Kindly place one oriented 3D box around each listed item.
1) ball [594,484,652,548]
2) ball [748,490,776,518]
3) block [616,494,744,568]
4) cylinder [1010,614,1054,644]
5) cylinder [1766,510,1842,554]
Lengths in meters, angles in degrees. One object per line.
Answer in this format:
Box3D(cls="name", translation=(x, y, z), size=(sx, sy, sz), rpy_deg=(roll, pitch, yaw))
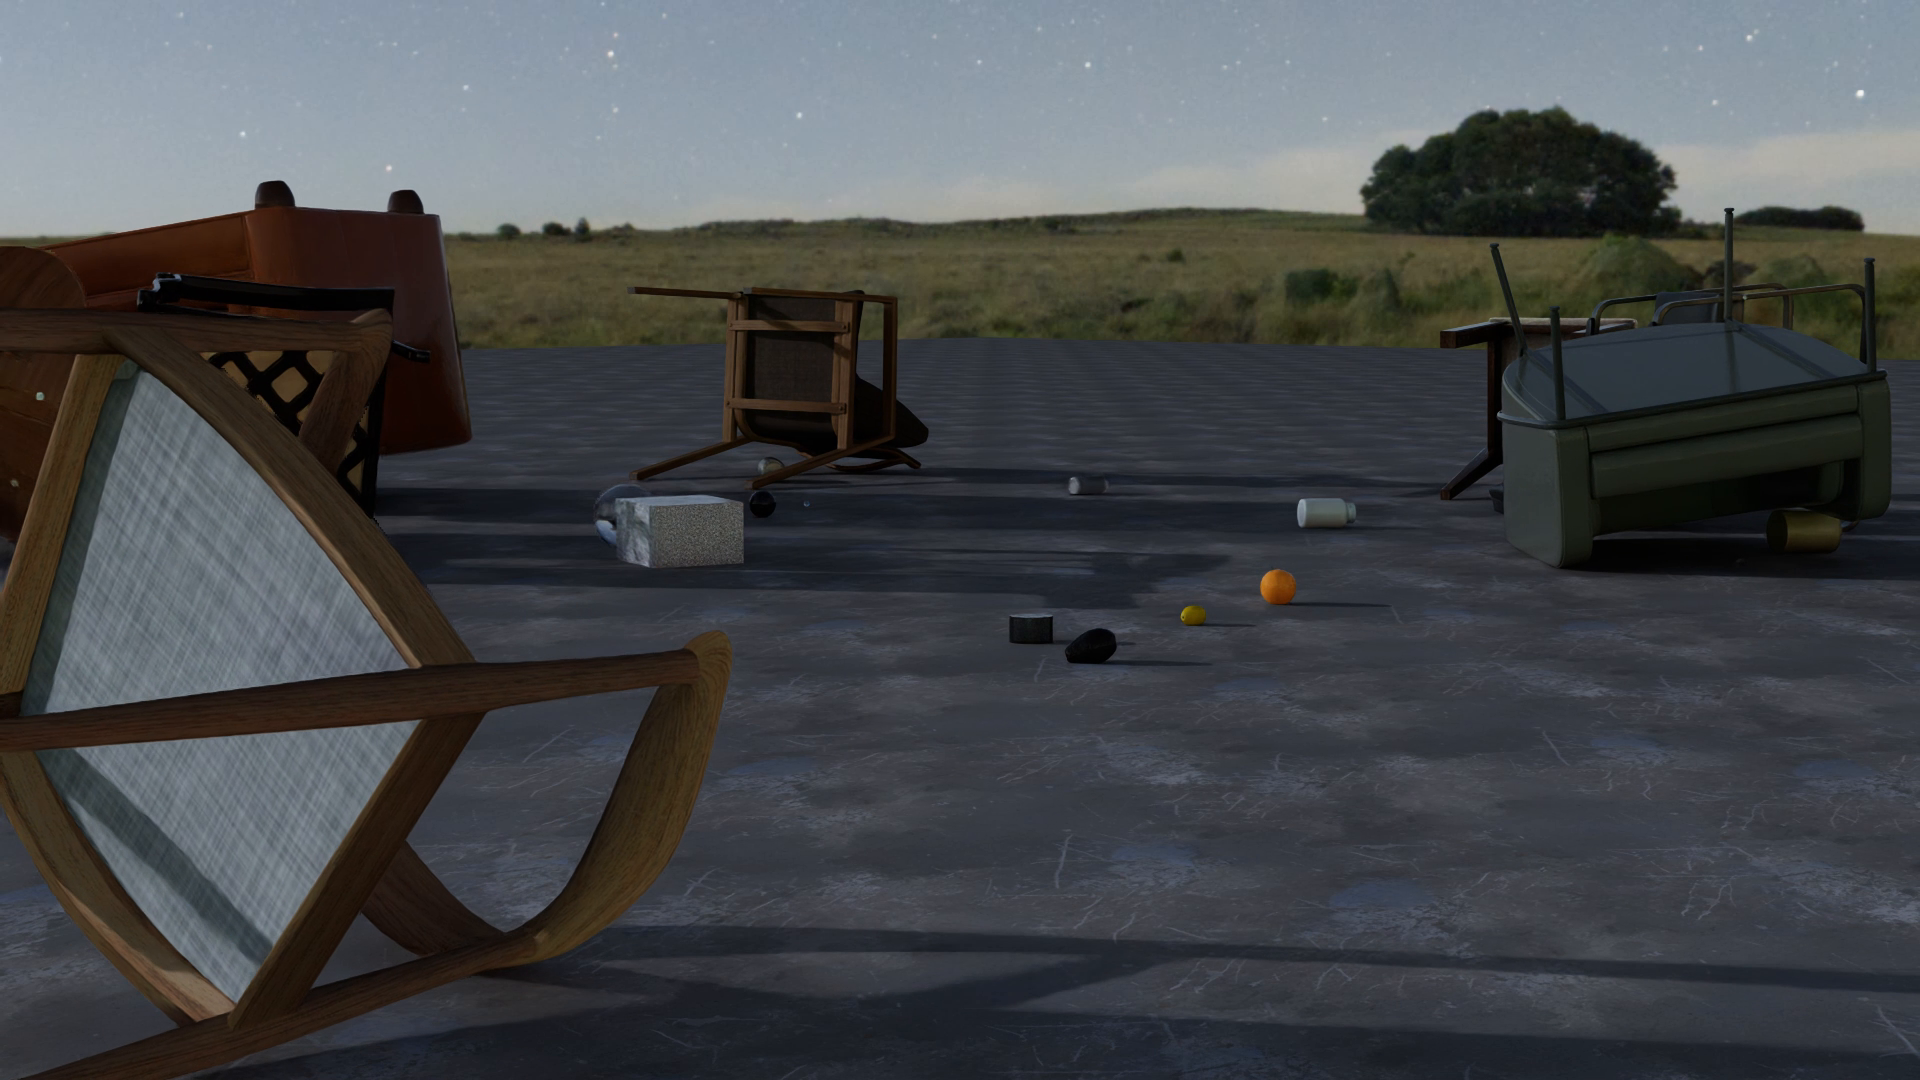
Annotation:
Box3D(cls="ball", translation=(-0.803, -0.056, 6.186), size=(0.158, 0.158, 0.158), rpy_deg=(0, 6, 0))
Box3D(cls="ball", translation=(-0.539, -0.099, 7.006), size=(0.075, 0.075, 0.075), rpy_deg=(0, 6, 0))
Box3D(cls="block", translation=(-0.650, -0.022, 5.935), size=(0.223, 0.141, 0.226), rpy_deg=(-3, 7, -29))
Box3D(cls="cylinder", translation=(0.128, 0.160, 4.627), size=(0.079, 0.048, 0.059), rpy_deg=(0, 6, -3))
Box3D(cls="cylinder", translation=(2.009, -0.020, 6.109), size=(0.136, 0.103, 0.109), rpy_deg=(-1, 2, -9))
